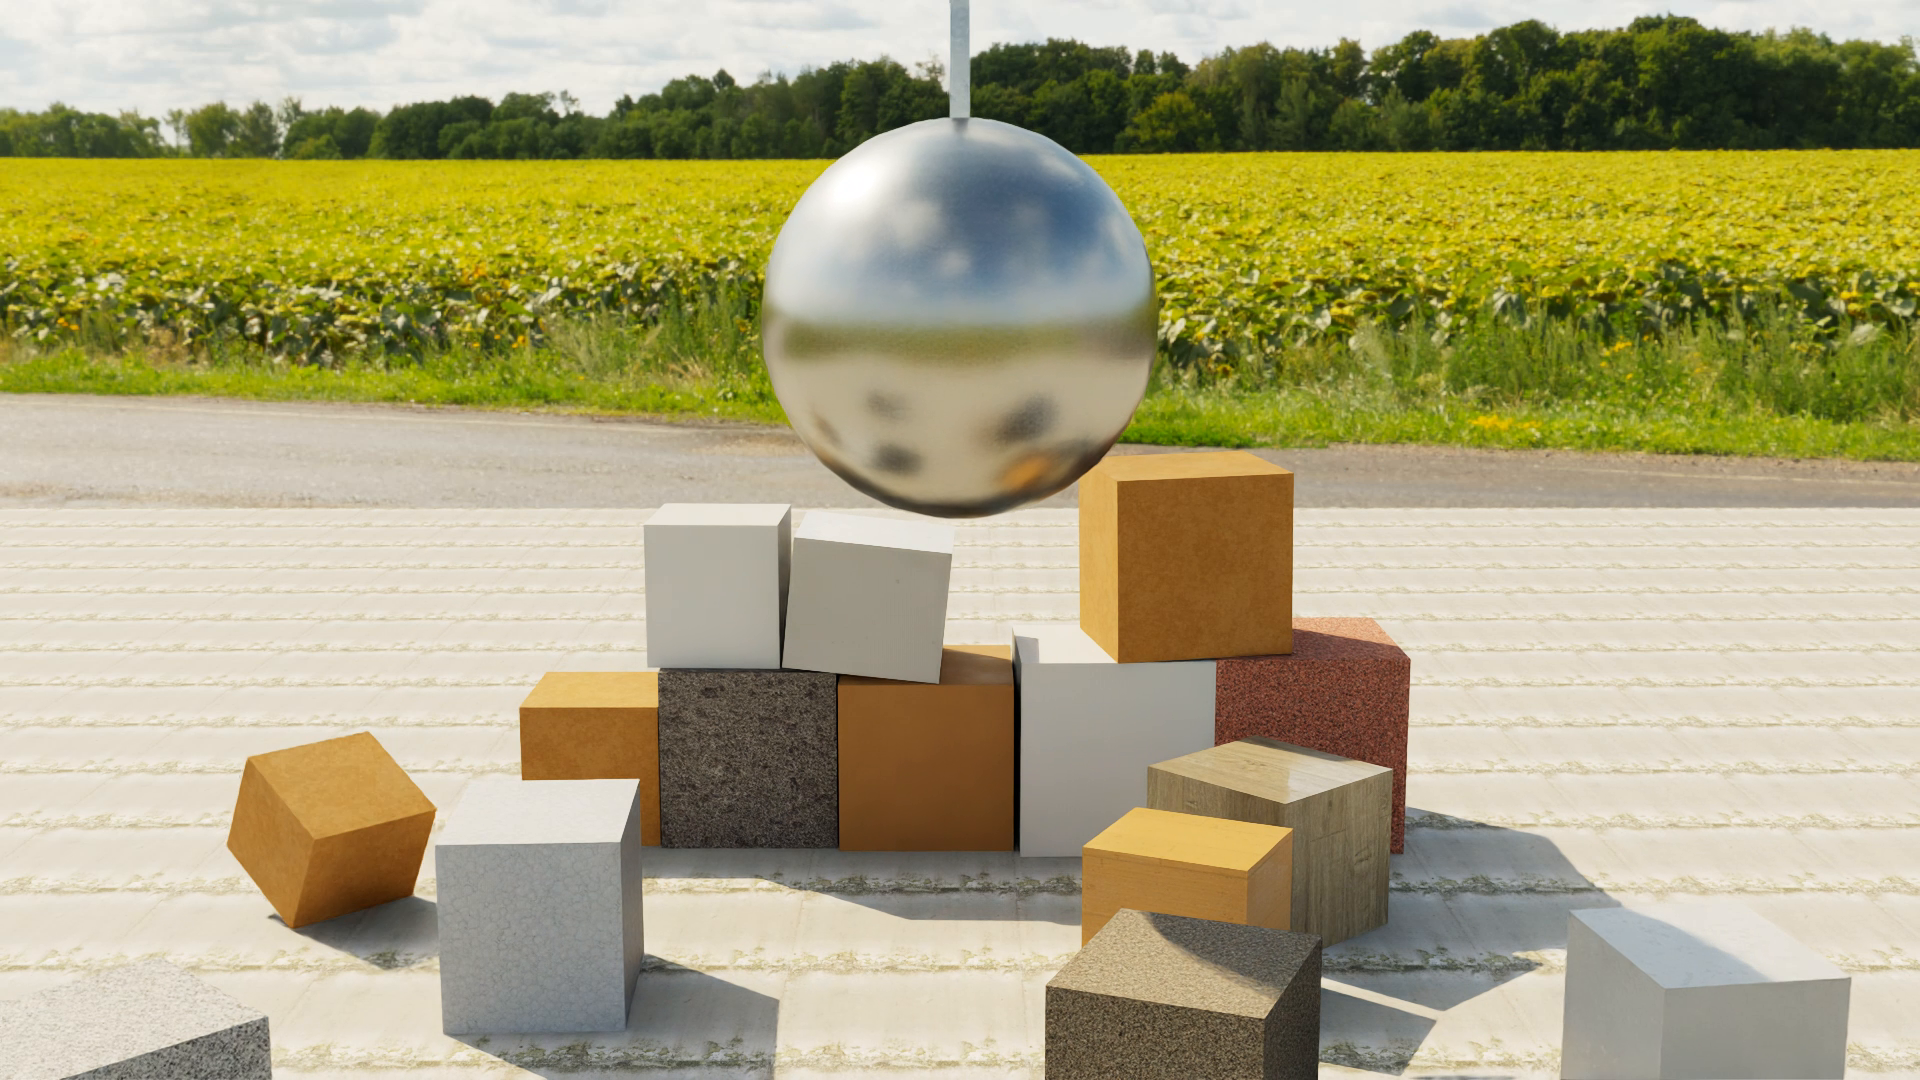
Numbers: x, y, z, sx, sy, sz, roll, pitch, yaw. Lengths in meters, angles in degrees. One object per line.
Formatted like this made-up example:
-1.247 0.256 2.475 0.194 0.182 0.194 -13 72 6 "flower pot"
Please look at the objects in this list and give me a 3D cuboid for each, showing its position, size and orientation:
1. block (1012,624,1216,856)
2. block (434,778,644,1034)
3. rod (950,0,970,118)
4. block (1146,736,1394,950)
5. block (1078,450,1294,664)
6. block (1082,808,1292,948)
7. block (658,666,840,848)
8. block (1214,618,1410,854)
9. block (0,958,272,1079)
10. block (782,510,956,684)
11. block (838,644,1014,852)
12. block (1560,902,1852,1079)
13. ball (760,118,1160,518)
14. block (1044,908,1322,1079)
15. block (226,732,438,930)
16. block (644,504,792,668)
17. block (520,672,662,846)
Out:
0.764 1.009 11.262 0.954 0.986 0.869 0 10 -2 "block"
-1.720 1.499 9.122 0.722 0.786 0.868 -1 10 -3 "block"
0.000 -4.226 9.465 0.080 5.200 0.080 0 -11 0 "rod"
1.393 1.380 9.948 0.767 0.726 0.786 -9 14 -42 "block"
1.127 0.068 11.117 0.885 0.901 0.821 -3 10 -10 "block"
0.949 1.556 9.164 0.704 0.659 0.603 5 11 25 "block"
-1.055 1.030 11.366 0.884 0.907 0.817 0 10 0 "block"
1.725 0.990 11.337 0.956 0.996 0.966 0 10 -1 "block"
-2.716 1.894 6.879 0.719 0.811 0.862 10 14 43 "block"
-0.452 0.278 11.207 0.780 0.659 0.787 6 10 0 "block"
-0.168 1.058 11.361 0.871 0.854 0.886 0 10 0 "block"
2.629 1.772 7.830 0.672 0.712 0.767 -2 10 -8 "block"
0.000 -0.885 8.835 1.600 1.600 1.600 0 10 0 "ball"
0.783 1.801 7.613 0.746 0.733 0.812 4 11 22 "block"
-2.905 1.330 10.160 0.632 0.528 0.608 -10 41 -46 "block"
-1.222 0.225 11.232 0.663 0.725 0.647 0 10 2 "block"
-1.852 1.121 11.388 0.690 0.720 0.747 0 10 0 "block"
